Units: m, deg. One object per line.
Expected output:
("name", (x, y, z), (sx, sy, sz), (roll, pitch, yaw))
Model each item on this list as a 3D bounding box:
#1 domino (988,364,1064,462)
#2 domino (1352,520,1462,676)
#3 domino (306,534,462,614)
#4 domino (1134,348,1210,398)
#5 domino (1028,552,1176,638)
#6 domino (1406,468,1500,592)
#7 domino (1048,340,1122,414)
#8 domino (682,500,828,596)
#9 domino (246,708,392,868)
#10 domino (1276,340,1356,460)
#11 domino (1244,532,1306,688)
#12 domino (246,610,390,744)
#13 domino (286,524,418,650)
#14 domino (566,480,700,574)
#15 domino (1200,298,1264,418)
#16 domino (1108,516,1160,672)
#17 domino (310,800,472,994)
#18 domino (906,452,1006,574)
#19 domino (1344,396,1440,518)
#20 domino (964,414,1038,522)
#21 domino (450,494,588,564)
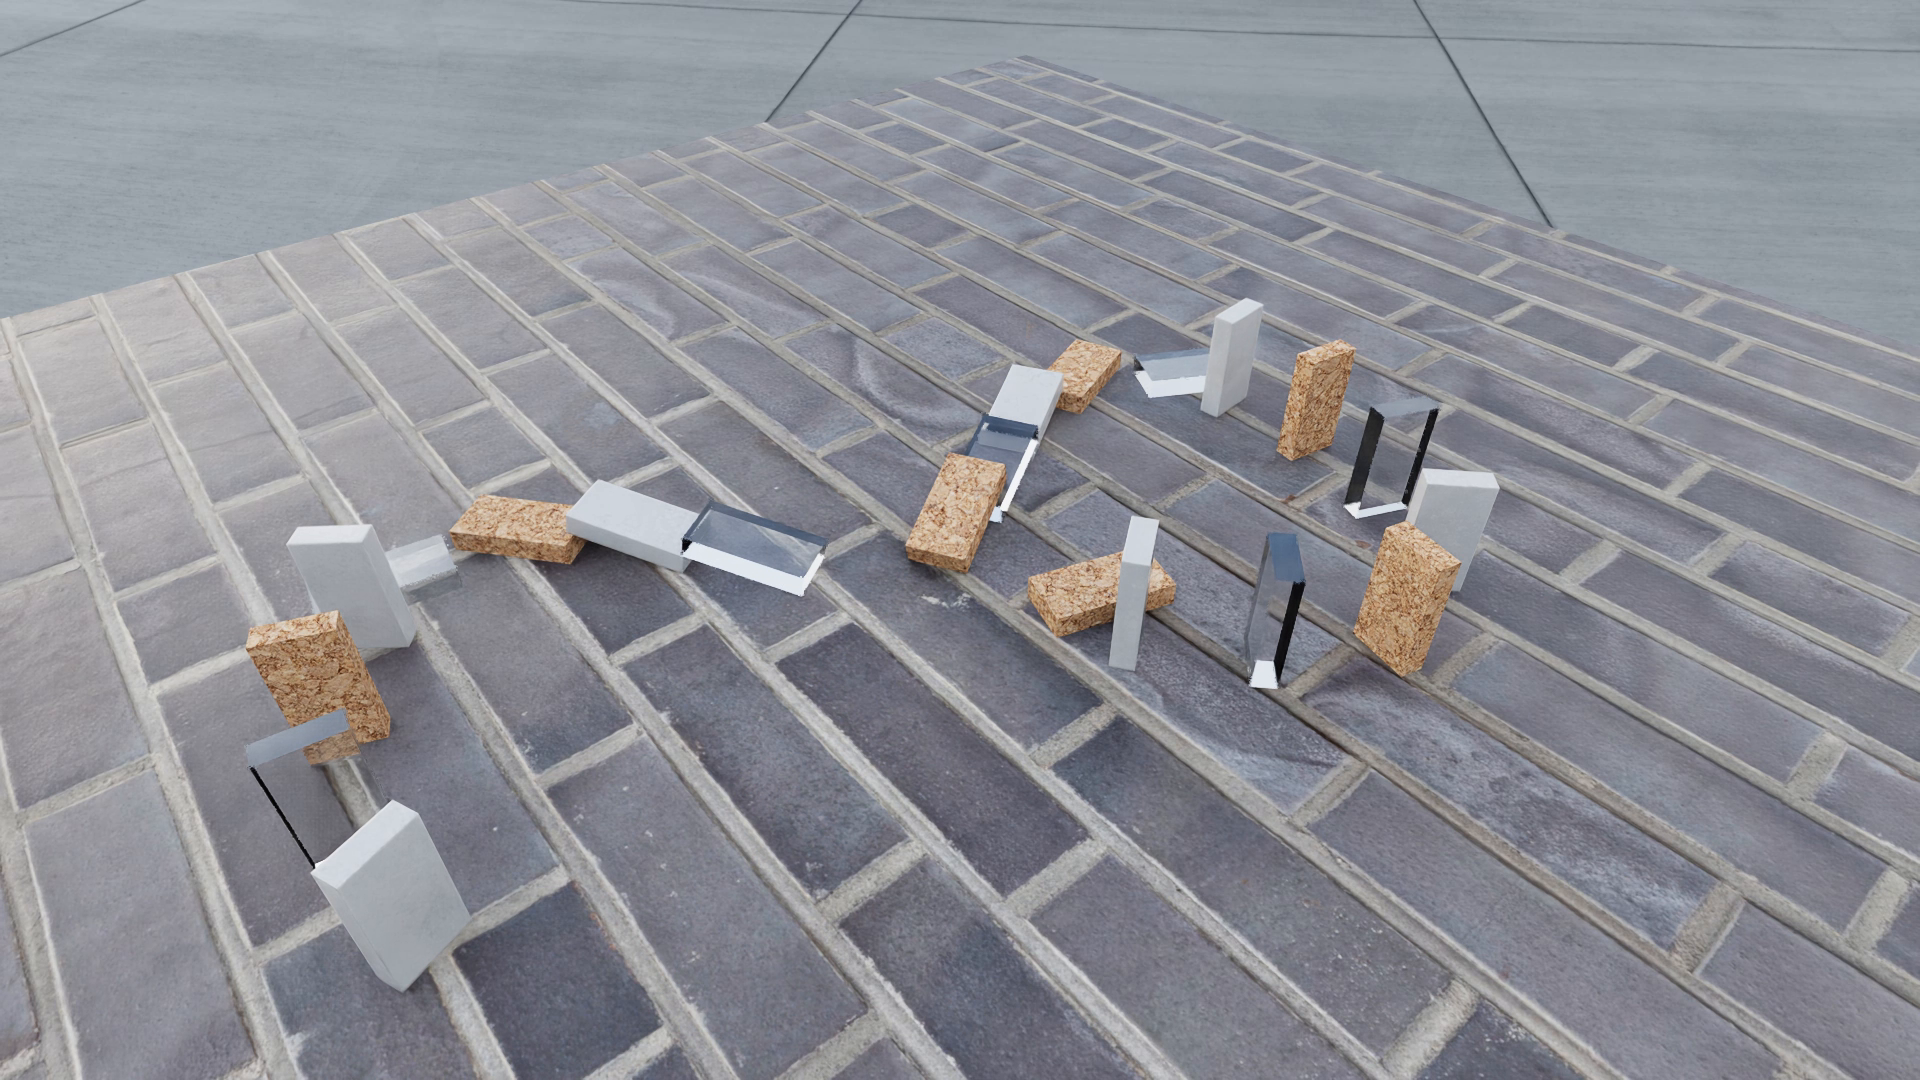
("domino", (0.029, -0.059, 0.508), (0.025, 0.010, 0.050), (13, 52, 15))
("domino", (0.156, 0.021, 0.386), (0.010, 0.050, 0.025), (-17, 42, -20))
("domino", (-0.222, 0.016, 0.423), (0.050, 0.009, 0.025), (-22, 44, -25))
("domino", (0.114, -0.084, 0.546), (0.050, 0.010, 0.025), (-7, 40, -9))
("domino", (0.054, 0.019, 0.420), (0.050, 0.010, 0.025), (-15, 42, -17))
("domino", (0.182, -0.003, 0.415), (0.025, 0.050, 0.009), (4, 40, 5))
("domino", (0.058, -0.081, 0.543), (0.025, 0.009, 0.050), (19, 43, 22))
("domino", (-0.081, 0.003, 0.433), (0.050, 0.010, 0.025), (18, 42, 5))
("domino", (-0.184, 0.074, 0.321), (0.025, 0.050, 0.009), (-23, 44, -25))
("domino", (0.157, -0.062, 0.487), (0.025, 0.050, 0.010), (-21, 44, -23))
("domino", (0.108, 0.025, 0.381), (0.010, 0.050, 0.025), (4, 39, 5))
("domino", (-0.205, 0.047, 0.354), (0.025, 0.050, 0.010), (-12, 41, -15))
("domino", (-0.215, 0.017, 0.390), (0.025, 0.050, 0.009), (-2, 39, -3))
("domino", (-0.129, -0.006, 0.443), (0.050, 0.010, 0.025), (19, 42, 4))
("domino", (0.127, -0.085, 0.515), (0.009, 0.050, 0.025), (32, 49, 33))
("domino", (0.061, 0.019, 0.388), (0.009, 0.050, 0.025), (9, 40, 11))
("domino", (-0.151, 0.096, 0.294), (0.010, 0.050, 0.025), (18, 43, 21))
("domino", (-0.001, -0.012, 0.447), (0.025, 0.010, 0.050), (13, 57, 16))
("domino", (0.177, -0.033, 0.452), (0.025, 0.050, 0.009), (-11, 41, -13))
("domino", (0.014, -0.031, 0.474), (0.025, 0.009, 0.050), (14, 53, 16))
("domino", (-0.178, -0.005, 0.449), (0.050, 0.010, 0.025), (7, 40, 8))
